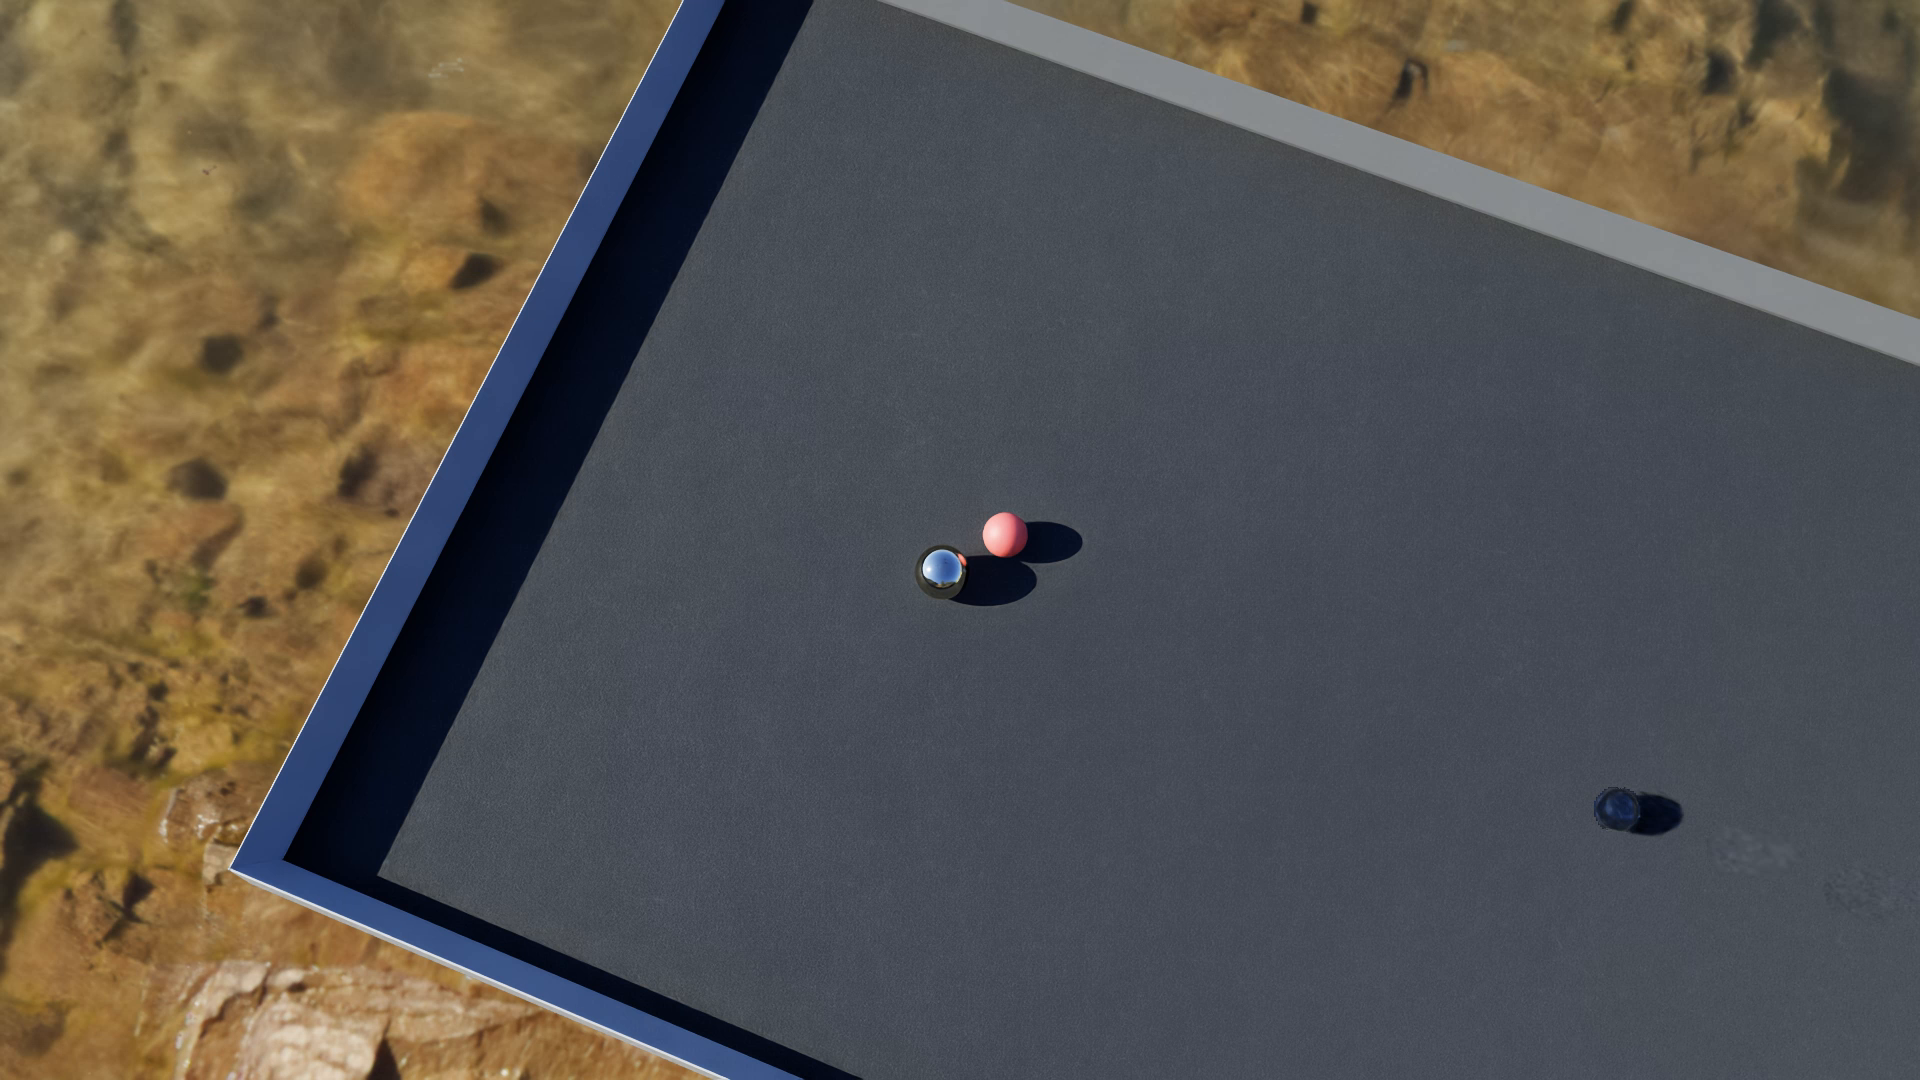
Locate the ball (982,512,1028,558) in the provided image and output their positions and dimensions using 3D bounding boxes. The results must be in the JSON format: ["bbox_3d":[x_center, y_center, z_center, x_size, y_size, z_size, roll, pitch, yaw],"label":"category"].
[{"bbox_3d":[0.071,-0.008,3.437,0.071,0.071,0.071,0,70,0],"label":"ball"}]

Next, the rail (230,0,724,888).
[{"bbox_3d":[-0.702,-0.275,3.511,0.045,0.111,1.785,21,72,7],"label":"rail"}]

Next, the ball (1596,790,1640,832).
[{"bbox_3d":[0.986,0.405,3.294,0.063,0.063,0.063,0,70,0],"label":"ball"}]

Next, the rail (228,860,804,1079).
[{"bbox_3d":[0.396,1.029,3.044,3.126,0.111,0.045,21,72,7],"label":"rail"}]

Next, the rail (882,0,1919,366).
[{"bbox_3d":[1.051,-0.486,3.587,3.126,0.111,0.045,21,72,7],"label":"rail"}]

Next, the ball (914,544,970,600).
[{"bbox_3d":[-0.027,0.050,3.409,0.085,0.085,0.085,0,70,0],"label":"ball"}]
